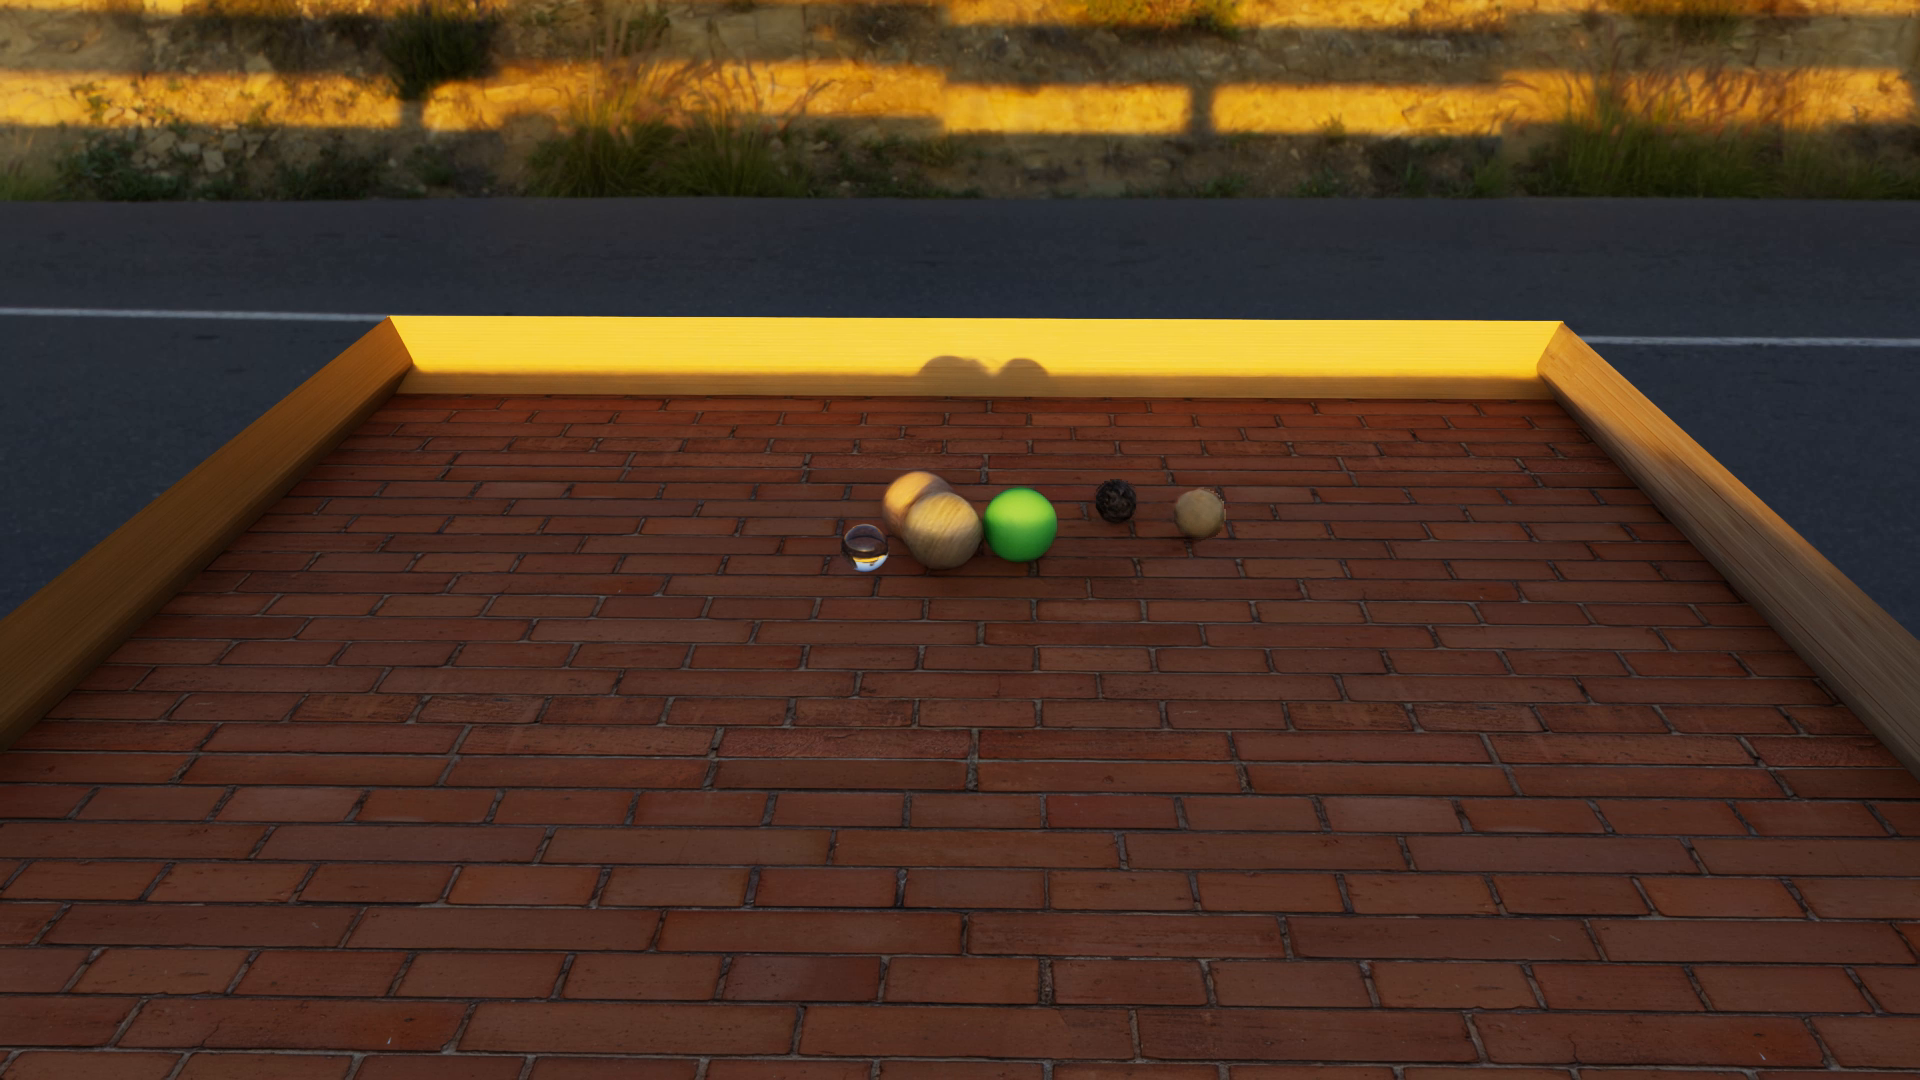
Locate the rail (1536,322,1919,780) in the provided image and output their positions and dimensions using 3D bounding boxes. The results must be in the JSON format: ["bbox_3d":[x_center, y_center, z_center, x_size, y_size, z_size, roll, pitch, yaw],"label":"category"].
[{"bbox_3d":[0.868,0.247,1.785,0.045,0.122,3.414,0,18,1],"label":"rail"}]

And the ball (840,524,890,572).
[{"bbox_3d":[-0.113,0.009,2.626,0.057,0.057,0.057,0,18,0],"label":"ball"}]

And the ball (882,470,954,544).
[{"bbox_3d":[-0.049,-0.038,2.714,0.094,0.094,0.094,0,18,0],"label":"ball"}]

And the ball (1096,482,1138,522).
[{"bbox_3d":[0.200,-0.049,2.812,0.053,0.053,0.053,0,18,0],"label":"ball"}]

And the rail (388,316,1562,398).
[{"bbox_3d":[0.018,-0.277,3.404,1.821,0.122,0.045,0,18,1],"label":"rail"}]

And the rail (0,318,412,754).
[{"bbox_3d":[-0.905,0.235,1.821,0.045,0.122,3.414,0,18,1],"label":"rail"}]

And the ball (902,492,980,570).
[{"bbox_3d":[-0.022,-0.010,2.628,0.094,0.094,0.094,0,18,0],"label":"ball"}]

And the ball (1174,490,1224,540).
[{"bbox_3d":[0.298,-0.032,2.747,0.062,0.062,0.062,0,18,0],"label":"ball"}]

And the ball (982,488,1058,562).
[{"bbox_3d":[0.073,-0.018,2.657,0.091,0.091,0.091,0,18,0],"label":"ball"}]
